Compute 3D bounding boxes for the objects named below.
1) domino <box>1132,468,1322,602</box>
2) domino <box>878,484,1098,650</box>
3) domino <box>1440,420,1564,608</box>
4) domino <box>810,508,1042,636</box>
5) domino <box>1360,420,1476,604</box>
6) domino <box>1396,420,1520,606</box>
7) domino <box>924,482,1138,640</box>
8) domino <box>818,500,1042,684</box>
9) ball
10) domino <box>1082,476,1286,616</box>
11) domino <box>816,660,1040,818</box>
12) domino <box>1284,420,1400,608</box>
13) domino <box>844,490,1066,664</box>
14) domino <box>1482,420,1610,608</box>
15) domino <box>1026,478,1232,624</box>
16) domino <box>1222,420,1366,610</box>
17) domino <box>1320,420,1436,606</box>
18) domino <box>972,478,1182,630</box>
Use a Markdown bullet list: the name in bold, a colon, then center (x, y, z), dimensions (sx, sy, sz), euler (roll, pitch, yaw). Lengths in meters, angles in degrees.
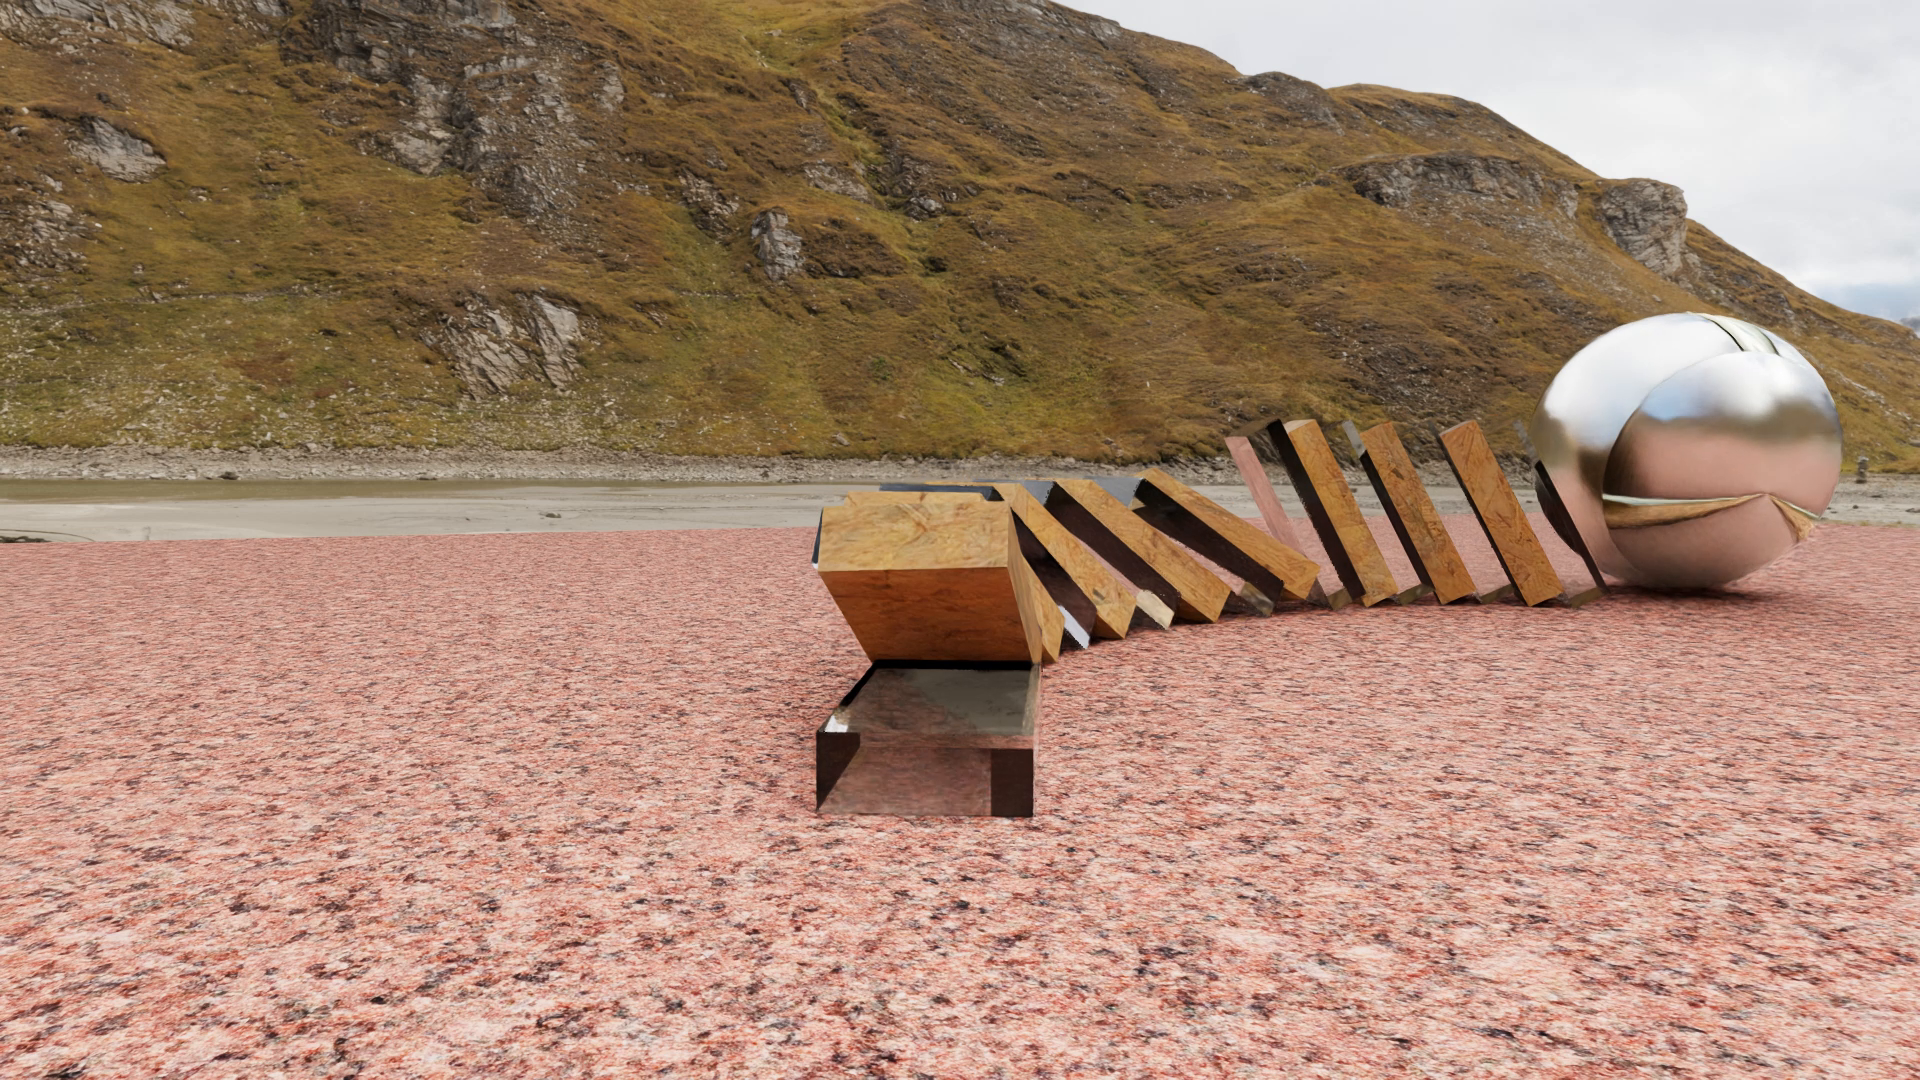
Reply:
- **domino**: center (0.064, -0.001, 0.329), dimensions (0.050, 0.010, 0.025), euler (30, -10, -8)
- **domino**: center (0.006, 0.006, 0.255), dimensions (0.025, 0.010, 0.050), euler (3, -27, 33)
- **domino**: center (0.145, -0.008, 0.347), dimensions (0.009, 0.050, 0.025), euler (-27, -3, 16)
- **domino**: center (-0.004, 0.010, 0.215), dimensions (0.025, 0.010, 0.050), euler (1, -25, 17)
- **domino**: center (0.124, -0.008, 0.351), dimensions (0.009, 0.050, 0.025), euler (-27, -3, 16)
- **domino**: center (0.135, -0.008, 0.350), dimensions (0.010, 0.050, 0.025), euler (-27, -3, 16)
- **domino**: center (0.014, 0.005, 0.272), dimensions (0.025, 0.010, 0.050), euler (4, -27, 40)
- **domino**: center (-0.003, 0.010, 0.190), dimensions (0.025, 0.010, 0.050), euler (-2, -26, 8)
- **ball**: center (0.207, -0.025, 0.372), dimensions (0.080, 0.080, 0.080), euler (0, 4, 0)
- **domino**: center (0.053, 0.002, 0.315), dimensions (0.050, 0.010, 0.025), euler (33, -12, -25)
- **domino**: center (-0.002, 0.025, 0.172), dimensions (0.025, 0.010, 0.050), euler (0, 4, 4)
- **domino**: center (0.099, -0.008, 0.344), dimensions (0.010, 0.050, 0.025), euler (-27, 4, 2)
- **domino**: center (0.000, 0.008, 0.235), dimensions (0.025, 0.009, 0.050), euler (2, -27, 24)
- **domino**: center (0.155, -0.008, 0.343), dimensions (0.009, 0.050, 0.025), euler (-27, -3, 16)
- **domino**: center (0.038, 0.002, 0.304), dimensions (0.050, 0.009, 0.025), euler (34, -14, -29)
- **domino**: center (0.087, -0.007, 0.337), dimensions (0.009, 0.050, 0.025), euler (-28, 5, 0)
- **domino**: center (0.111, -0.008, 0.349), dimensions (0.010, 0.050, 0.025), euler (-27, 1, 8)
- **domino**: center (0.025, 0.004, 0.288), dimensions (0.025, 0.009, 0.050), euler (5, -26, 48)
